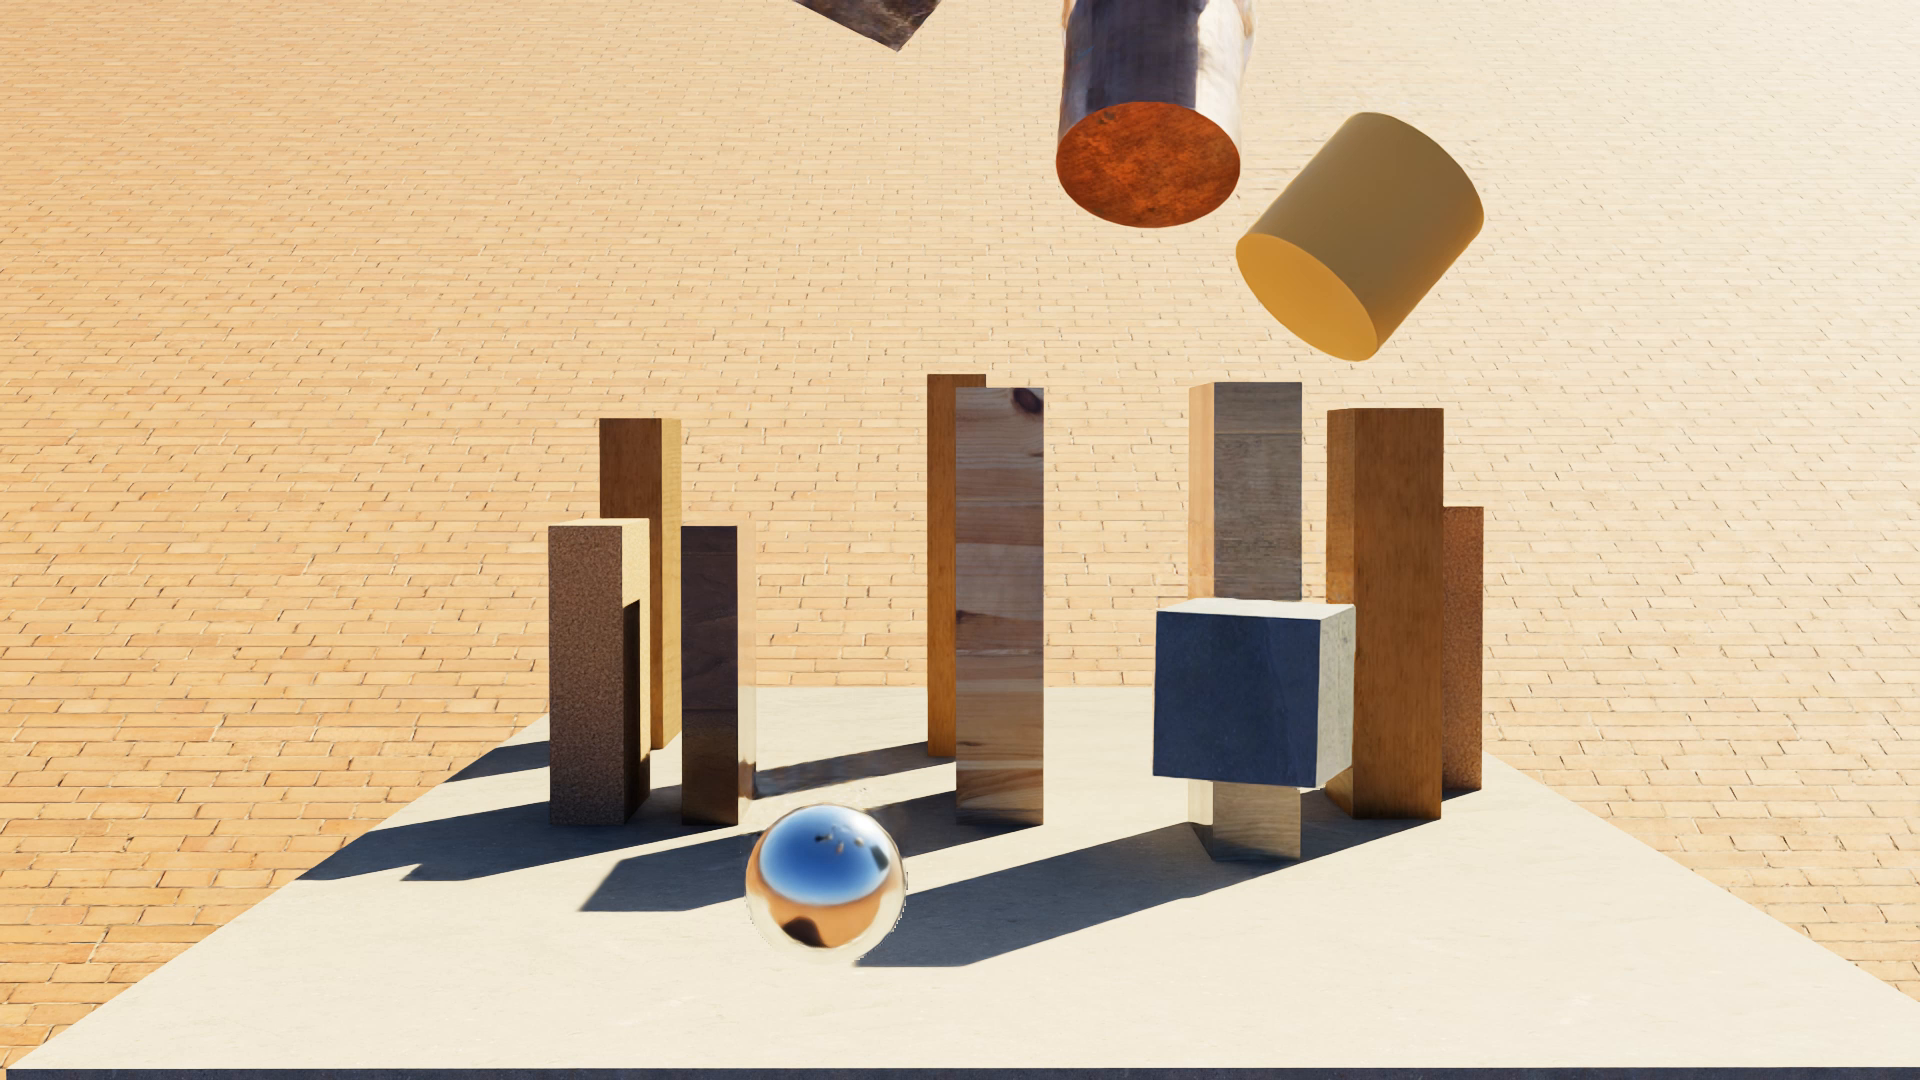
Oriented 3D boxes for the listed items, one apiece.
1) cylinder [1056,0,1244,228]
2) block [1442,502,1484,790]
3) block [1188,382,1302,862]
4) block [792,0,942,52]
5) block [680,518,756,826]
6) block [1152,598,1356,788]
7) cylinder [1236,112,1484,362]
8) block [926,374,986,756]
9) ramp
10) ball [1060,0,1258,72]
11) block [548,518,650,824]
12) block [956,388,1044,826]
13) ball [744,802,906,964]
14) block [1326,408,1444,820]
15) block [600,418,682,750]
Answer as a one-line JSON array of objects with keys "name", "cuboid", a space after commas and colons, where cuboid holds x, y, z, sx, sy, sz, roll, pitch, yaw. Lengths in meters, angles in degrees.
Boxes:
[{"name": "cylinder", "cuboid": [0.154, -0.355, 2.073, 0.146, 0.146, 0.146, 2, 56, 5]}, {"name": "block", "cuboid": [0.872, 0.188, 4.725, 0.116, 0.506, 0.288, 0, 2, 0]}, {"name": "block", "cuboid": [0.438, 0.114, 3.999, 0.130, 0.708, 0.408, 0, 2, 0]}, {"name": "block", "cuboid": [-0.072, -0.547, 2.322, 0.125, 0.125, 0.125, 23, 57, -20]}, {"name": "block", "cuboid": [-0.404, 0.212, 4.348, 0.092, 0.486, 0.381, 0, 2, 0]}, {"name": "block", "cuboid": [0.301, 0.152, 2.618, 0.166, 0.166, 0.166, 3, 4, 20]}, {"name": "cylinder", "cuboid": [0.388, -0.294, 2.505, 0.171, 0.171, 0.171, -48, 43, -15]}, {"name": "block", "cuboid": [-0.007, 0.045, 5.215, 0.117, 0.755, 0.276, 0, 2, 0]}, {"name": "ramp", "cuboid": [0.055, 0.498, 4.545, 2.000, 0.100, 4.000, 0, 2, 0]}, {"name": "ball", "cuboid": [0.208, -0.540, 2.702, 0.206, 0.206, 0.206, 0, 24, 0]}, {"name": "block", "cuboid": [-0.605, 0.212, 4.347, 0.120, 0.486, 0.363, 0, 2, 0]}, {"name": "block", "cuboid": [0.064, 0.100, 4.372, 0.142, 0.708, 0.429, 0, 2, 0]}, {"name": "ball", "cuboid": [-0.135, 0.344, 2.581, 0.161, 0.161, 0.161, 0, 24, 0]}, {"name": "block", "cuboid": [0.718, 0.115, 4.379, 0.146, 0.676, 0.317, 0, 2, 0]}, {"name": "block", "cuboid": [-0.664, 0.082, 5.387, 0.126, 0.670, 0.369, 0, 2, 0]}]
